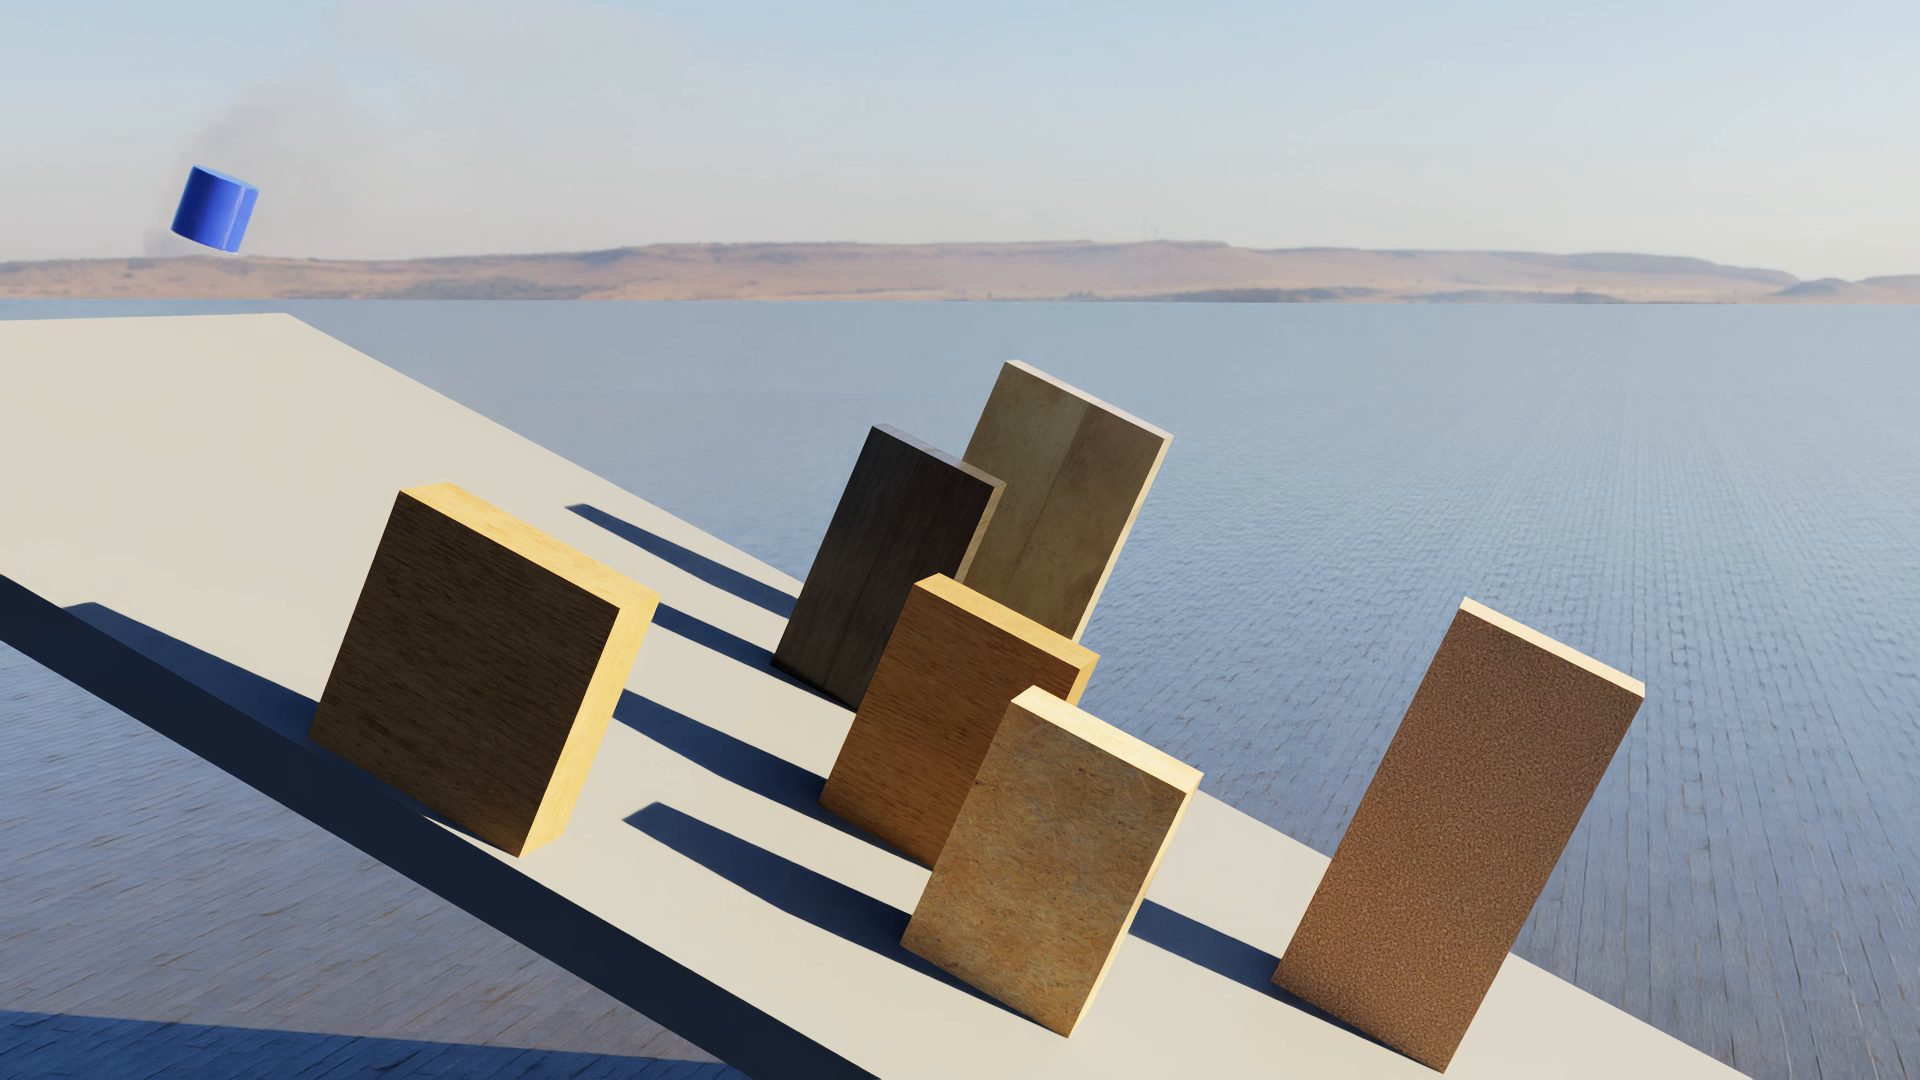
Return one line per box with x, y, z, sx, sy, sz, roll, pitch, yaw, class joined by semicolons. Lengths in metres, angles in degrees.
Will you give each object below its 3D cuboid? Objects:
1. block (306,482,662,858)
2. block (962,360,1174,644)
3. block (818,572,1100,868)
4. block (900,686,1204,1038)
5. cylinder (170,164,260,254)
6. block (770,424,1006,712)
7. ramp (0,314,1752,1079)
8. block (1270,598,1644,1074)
-0.724;0.192;3.339;0.392;0.422;0.141;27;14;12;block
0.144;0.008;4.911;0.393;0.716;0.102;27;14;12;block
-0.004;0.341;3.943;0.331;0.450;0.146;27;14;12;block
0.145;0.513;3.529;0.310;0.451;0.138;27;14;12;block
-1.425;-0.633;4.208;0.129;0.129;0.129;22;7;-3;cylinder
-0.150;0.072;4.514;0.283;0.551;0.089;27;14;12;block
-0.274;0.470;4.176;4.000;0.100;2.000;27;14;12;ramp
0.902;0.538;4.011;0.350;0.784;0.139;27;14;12;block
